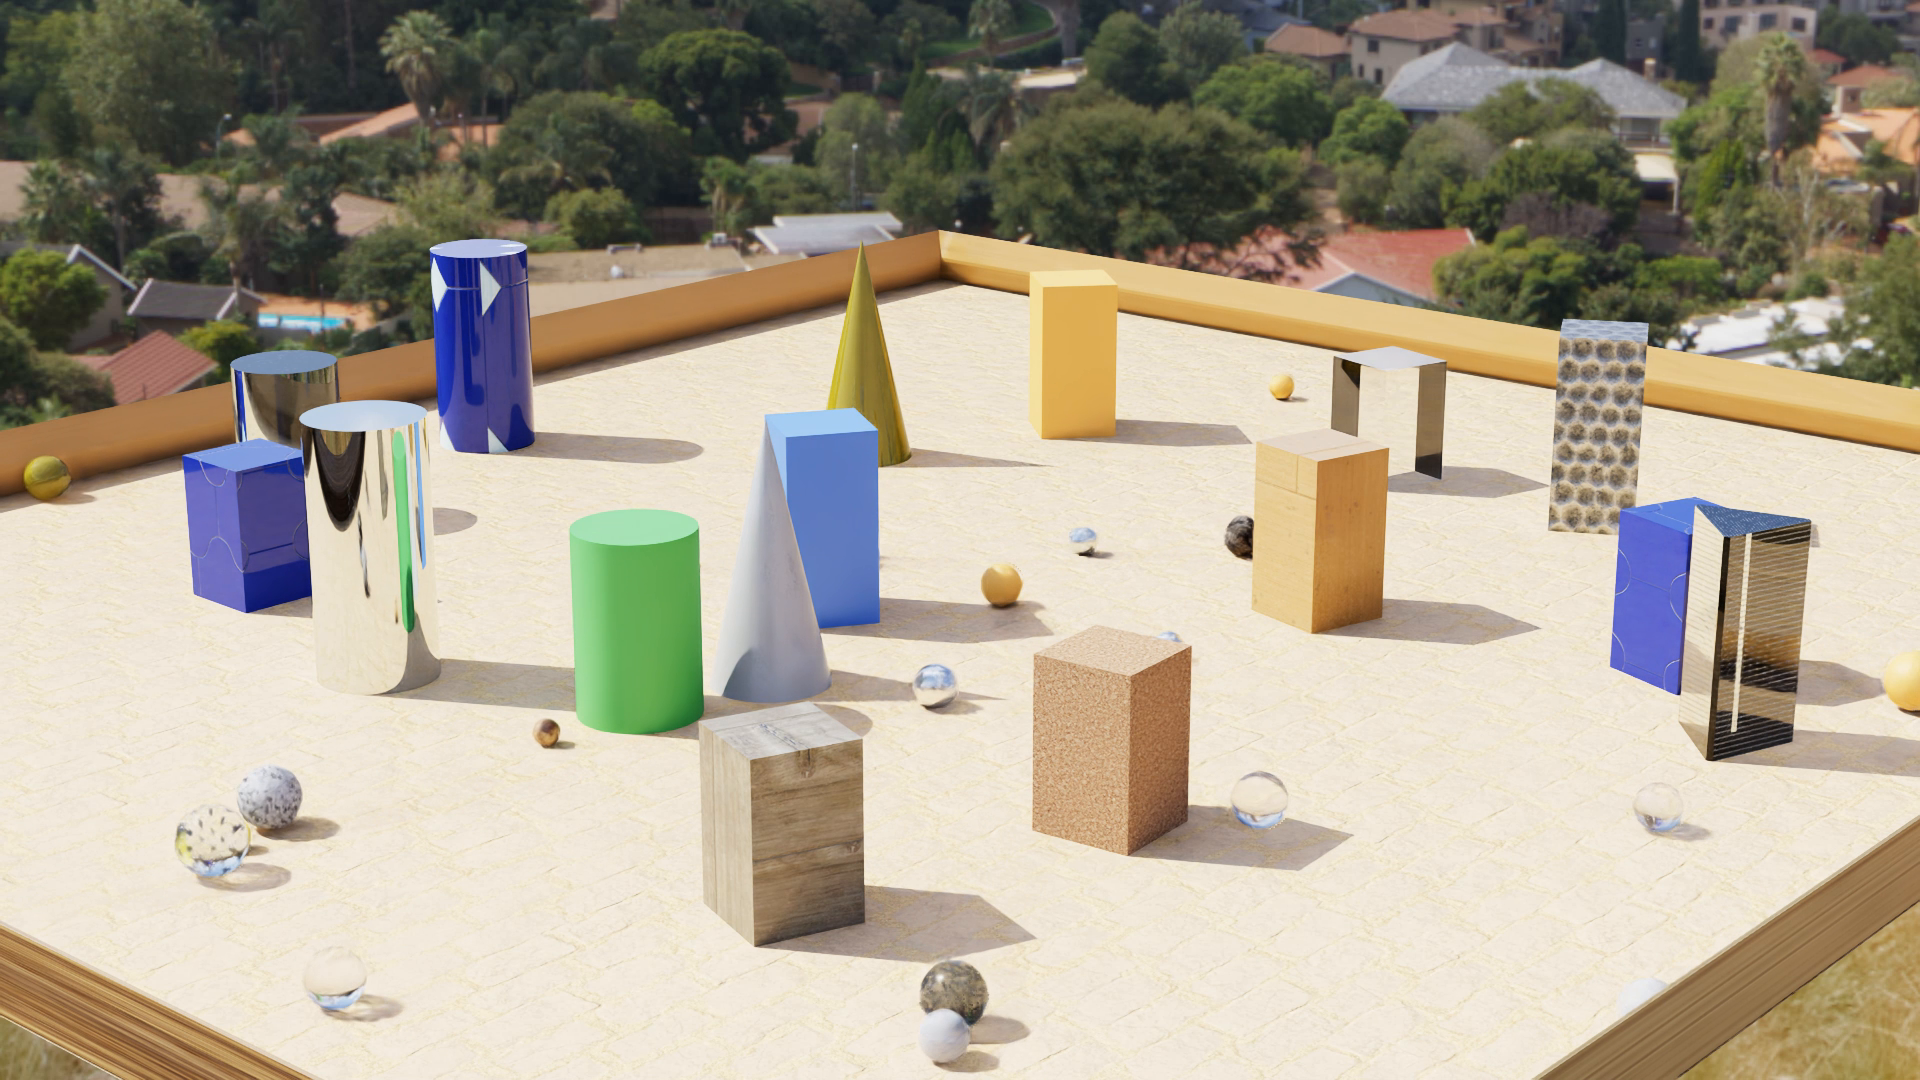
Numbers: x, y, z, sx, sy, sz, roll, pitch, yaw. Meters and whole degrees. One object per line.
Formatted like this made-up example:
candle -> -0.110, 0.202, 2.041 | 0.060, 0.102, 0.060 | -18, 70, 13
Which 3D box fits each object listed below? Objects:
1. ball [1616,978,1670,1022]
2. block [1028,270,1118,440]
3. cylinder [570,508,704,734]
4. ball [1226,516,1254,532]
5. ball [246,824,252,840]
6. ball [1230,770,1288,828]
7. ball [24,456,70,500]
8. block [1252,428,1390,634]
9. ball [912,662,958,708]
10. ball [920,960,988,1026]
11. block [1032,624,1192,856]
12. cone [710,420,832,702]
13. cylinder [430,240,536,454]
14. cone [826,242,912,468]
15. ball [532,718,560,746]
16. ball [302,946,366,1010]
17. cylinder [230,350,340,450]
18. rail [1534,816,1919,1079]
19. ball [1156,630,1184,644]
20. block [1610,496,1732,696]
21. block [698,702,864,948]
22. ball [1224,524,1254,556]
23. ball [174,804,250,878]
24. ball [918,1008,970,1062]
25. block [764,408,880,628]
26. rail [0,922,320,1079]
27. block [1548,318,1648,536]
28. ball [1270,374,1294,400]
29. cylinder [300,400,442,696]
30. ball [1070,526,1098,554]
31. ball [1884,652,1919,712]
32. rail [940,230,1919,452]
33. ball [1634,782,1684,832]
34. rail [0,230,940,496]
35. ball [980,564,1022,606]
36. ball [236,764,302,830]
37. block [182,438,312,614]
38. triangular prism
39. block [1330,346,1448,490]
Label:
ball -> 0.816, 0.557, 3.473 | 0.077, 0.077, 0.077 | 0, 17, 0
block -> 0.238, -0.393, 6.194 | 0.158, 0.325, 0.158 | -2, 17, -8
cylinder -> -0.497, 0.124, 4.520 | 0.198, 0.301, 0.198 | 0, 17, 0
ball -> 0.520, -0.016, 5.409 | 0.057, 0.057, 0.057 | 0, 17, 0
ball -> -0.996, 0.406, 4.032 | 0.043, 0.043, 0.043 | 0, 17, 0
ball -> 0.420, 0.364, 4.106 | 0.081, 0.081, 0.081 | 0, 17, 0
ball -> -1.777, -0.122, 5.709 | 0.086, 0.086, 0.086 | 0, 17, 0
block -> 0.612, -0.018, 4.989 | 0.158, 0.301, 0.158 | -11, 20, -32
ball -> -0.039, 0.227, 4.579 | 0.070, 0.070, 0.070 | 0, 17, 0
ball -> -0.007, 0.544, 3.504 | 0.083, 0.083, 0.083 | 0, 17, 0
block -> 0.211, 0.276, 4.082 | 0.158, 0.261, 0.158 | 12, 20, 34
cone -> -0.303, 0.018, 4.635 | 0.198, 0.437, 0.198 | 0, 17, 0
cylinder -> -0.989, -0.403, 6.079 | 0.198, 0.410, 0.198 | 0, 17, 0
cone -> -0.198, -0.391, 5.965 | 0.198, 0.452, 0.198 | 0, 17, 0
ball -> -0.623, 0.289, 4.421 | 0.042, 0.042, 0.042 | 0, 17, 0
ball -> -0.759, 0.532, 3.559 | 0.076, 0.076, 0.076 | 0, 17, 0
cylinder -> -1.277, -0.194, 5.579 | 0.198, 0.298, 0.198 | 0, 17, 0
rail -> 1.361, 0.373, 3.989 | 0.045, 0.128, 4.037 | 14, 22, 39
ball -> 0.342, 0.173, 4.790 | 0.050, 0.050, 0.050 | 0, 17, 0
block -> 1.164, 0.088, 4.700 | 0.158, 0.266, 0.158 | -9, 19, -28
block -> -0.231, 0.365, 3.798 | 0.158, 0.255, 0.158 | -9, 19, -27
ball -> 0.512, -0.001, 5.353 | 0.059, 0.059, 0.059 | 0, 17, 0
ball -> -1.006, 0.404, 3.942 | 0.099, 0.099, 0.099 | 0, 17, 0
ball -> -0.019, 0.579, 3.425 | 0.061, 0.061, 0.061 | 0, 17, 0
block -> -0.235, -0.036, 4.987 | 0.158, 0.338, 0.158 | -5, 17, -16
rail -> -1.308, 0.467, 3.678 | 3.651, 0.128, 0.045 | 14, 22, 39
block -> 1.200, -0.212, 5.511 | 0.158, 0.373, 0.158 | 4, 17, 13
ball -> 0.711, -0.339, 6.481 | 0.055, 0.055, 0.055 | 0, 17, 0
cylinder -> -0.937, 0.011, 4.670 | 0.198, 0.431, 0.198 | 0, 17, 0
ball -> 0.227, 0.001, 5.358 | 0.052, 0.052, 0.052 | 0, 17, 0
ball -> 1.487, 0.220, 4.562 | 0.093, 0.093, 0.093 | 0, 17, 0
rail -> 1.308, -0.402, 6.562 | 3.651, 0.128, 0.045 | 14, 22, 39
ball -> 0.976, 0.373, 4.095 | 0.069, 0.069, 0.069 | 0, 17, 0
rail -> -1.361, -0.309, 6.251 | 0.045, 0.128, 4.037 | 14, 22, 39
ball -> 0.071, 0.078, 5.069 | 0.073, 0.073, 0.073 | 0, 17, 0
ball -> -0.966, 0.360, 4.103 | 0.090, 0.090, 0.090 | 0, 17, 0
block -> -1.231, -0.027, 5.104 | 0.158, 0.253, 0.158 | 15, 22, 40
triangular prism -> 1.150, 0.131, 4.412 | 0.171, 0.348, 0.148 | -10, 19, -29
block -> 0.851, -0.243, 5.838 | 0.158, 0.243, 0.158 | -11, 20, -32
